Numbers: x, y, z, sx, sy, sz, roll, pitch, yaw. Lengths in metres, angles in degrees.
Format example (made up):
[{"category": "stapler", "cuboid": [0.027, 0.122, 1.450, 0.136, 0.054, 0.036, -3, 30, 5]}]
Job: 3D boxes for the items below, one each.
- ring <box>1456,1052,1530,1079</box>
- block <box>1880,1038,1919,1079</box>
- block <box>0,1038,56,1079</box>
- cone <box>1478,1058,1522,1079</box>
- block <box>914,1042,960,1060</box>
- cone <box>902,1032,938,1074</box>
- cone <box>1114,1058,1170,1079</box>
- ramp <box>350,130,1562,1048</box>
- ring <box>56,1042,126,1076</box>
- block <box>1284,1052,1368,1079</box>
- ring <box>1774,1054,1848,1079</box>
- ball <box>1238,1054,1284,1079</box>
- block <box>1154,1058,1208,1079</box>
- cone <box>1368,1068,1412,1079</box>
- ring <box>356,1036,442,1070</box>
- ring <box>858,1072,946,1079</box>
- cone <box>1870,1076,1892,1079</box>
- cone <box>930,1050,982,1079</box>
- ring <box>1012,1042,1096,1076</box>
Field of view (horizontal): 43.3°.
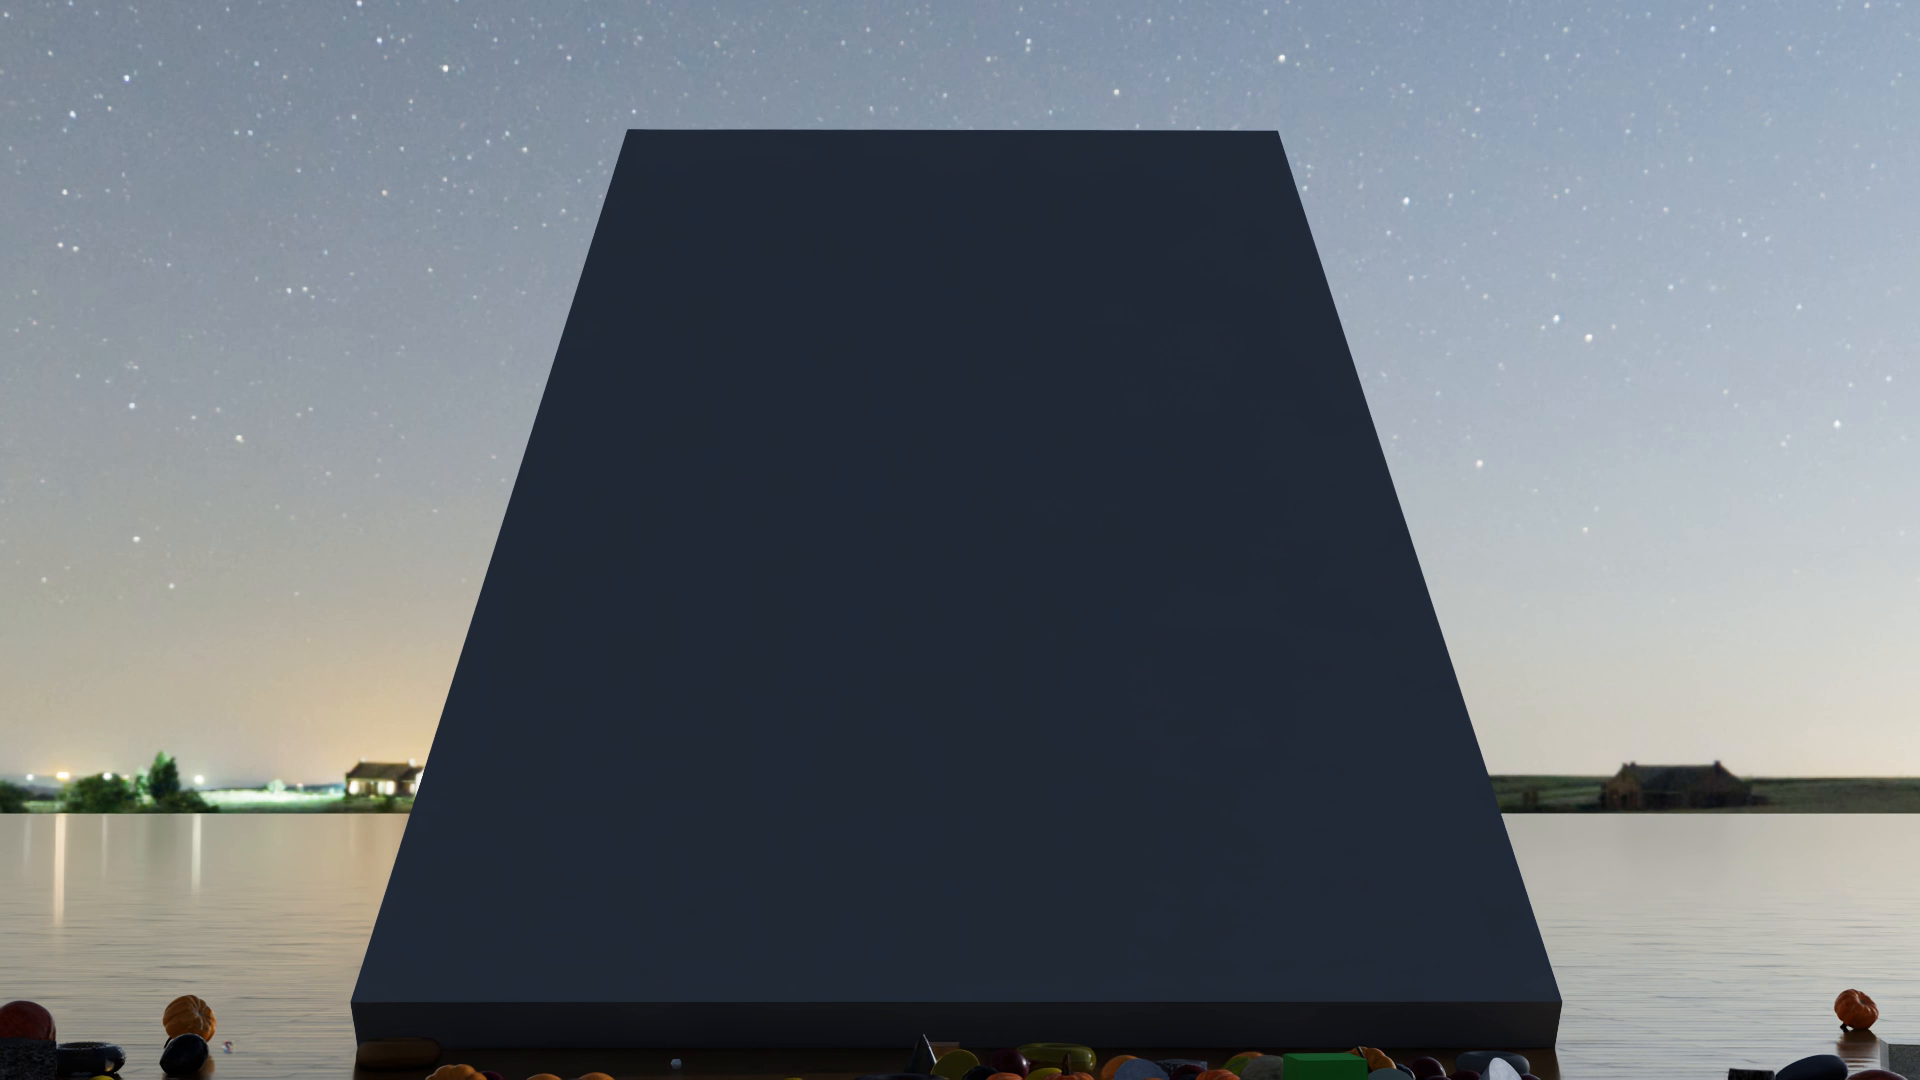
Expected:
[{"category": "ring", "cuboid": [0.789, 0.780, 3.590, 0.109, 0.036, 0.109, 1, -6, 0]}, {"category": "block", "cuboid": [1.285, 0.716, 3.242, 0.087, 0.087, 0.087, -1, -6, 13]}, {"category": "block", "cuboid": [-1.244, 0.699, 3.137, 0.097, 0.097, 0.097, -4, -8, 35]}, {"category": "cone", "cuboid": [0.649, 0.713, 3.025, 0.100, 0.100, 0.100, -35, -24, 28]}, {"category": "block", "cuboid": [-0.033, 0.754, 3.469, 0.062, 0.062, 0.062, 0, -6, 3]}, {"category": "cone", "cuboid": [-0.051, 0.723, 3.327, 0.093, 0.093, 0.093, 0, -6, 0]}, {"category": "cone", "cuboid": [0.223, 0.731, 3.151, 0.085, 0.085, 0.085, 2, -33, -21]}, {"category": "ramp", "cuboid": [-0.013, -0.206, 5.745, 2.000, 0.100, 4.000, 0, 30, 0]}, {"category": "ring", "cuboid": [-1.327, 0.785, 3.658, 0.127, 0.042, 0.127, 0, -5, 0]}, {"category": "block", "cuboid": [0.460, 0.695, 3.052, 0.087, 0.087, 0.087, 1, -6, -6]}, {"category": "ring", "cuboid": [1.154, 0.731, 3.288, 0.103, 0.034, 0.103, -10, -35, -7]}, {"category": "ball", "cuboid": [0.400, 0.706, 3.128, 0.081, 0.081, 0.081, 0, -6, 0]}, {"category": "block", "cuboid": [0.301, 0.740, 3.307, 0.054, 0.054, 0.054, -5, -8, 36]}, {"category": "cone", "cuboid": [0.550, 0.726, 3.094, 0.078, 0.078, 0.078, -2, -33, 14]}, {"category": "ring", "cuboid": [-0.868, 0.794, 3.747, 0.130, 0.043, 0.130, -1, -7, 0]}, {"category": "ring", "cuboid": [-0.075, 0.728, 3.172, 0.148, 0.049, 0.148, 1, -7, 0]}, {"category": "cone", "cuboid": [1.167, 0.729, 3.099, 0.067, 0.067, 0.067, 3, -33, -22]}, {"category": "cone", "cuboid": [0.012, 0.748, 3.301, 0.080, 0.080, 0.080, -4, -34, 32]}, {"category": "ring", "cuboid": [0.142, 0.785, 3.657, 0.128, 0.043, 0.128, 1, -7, 0]}]
